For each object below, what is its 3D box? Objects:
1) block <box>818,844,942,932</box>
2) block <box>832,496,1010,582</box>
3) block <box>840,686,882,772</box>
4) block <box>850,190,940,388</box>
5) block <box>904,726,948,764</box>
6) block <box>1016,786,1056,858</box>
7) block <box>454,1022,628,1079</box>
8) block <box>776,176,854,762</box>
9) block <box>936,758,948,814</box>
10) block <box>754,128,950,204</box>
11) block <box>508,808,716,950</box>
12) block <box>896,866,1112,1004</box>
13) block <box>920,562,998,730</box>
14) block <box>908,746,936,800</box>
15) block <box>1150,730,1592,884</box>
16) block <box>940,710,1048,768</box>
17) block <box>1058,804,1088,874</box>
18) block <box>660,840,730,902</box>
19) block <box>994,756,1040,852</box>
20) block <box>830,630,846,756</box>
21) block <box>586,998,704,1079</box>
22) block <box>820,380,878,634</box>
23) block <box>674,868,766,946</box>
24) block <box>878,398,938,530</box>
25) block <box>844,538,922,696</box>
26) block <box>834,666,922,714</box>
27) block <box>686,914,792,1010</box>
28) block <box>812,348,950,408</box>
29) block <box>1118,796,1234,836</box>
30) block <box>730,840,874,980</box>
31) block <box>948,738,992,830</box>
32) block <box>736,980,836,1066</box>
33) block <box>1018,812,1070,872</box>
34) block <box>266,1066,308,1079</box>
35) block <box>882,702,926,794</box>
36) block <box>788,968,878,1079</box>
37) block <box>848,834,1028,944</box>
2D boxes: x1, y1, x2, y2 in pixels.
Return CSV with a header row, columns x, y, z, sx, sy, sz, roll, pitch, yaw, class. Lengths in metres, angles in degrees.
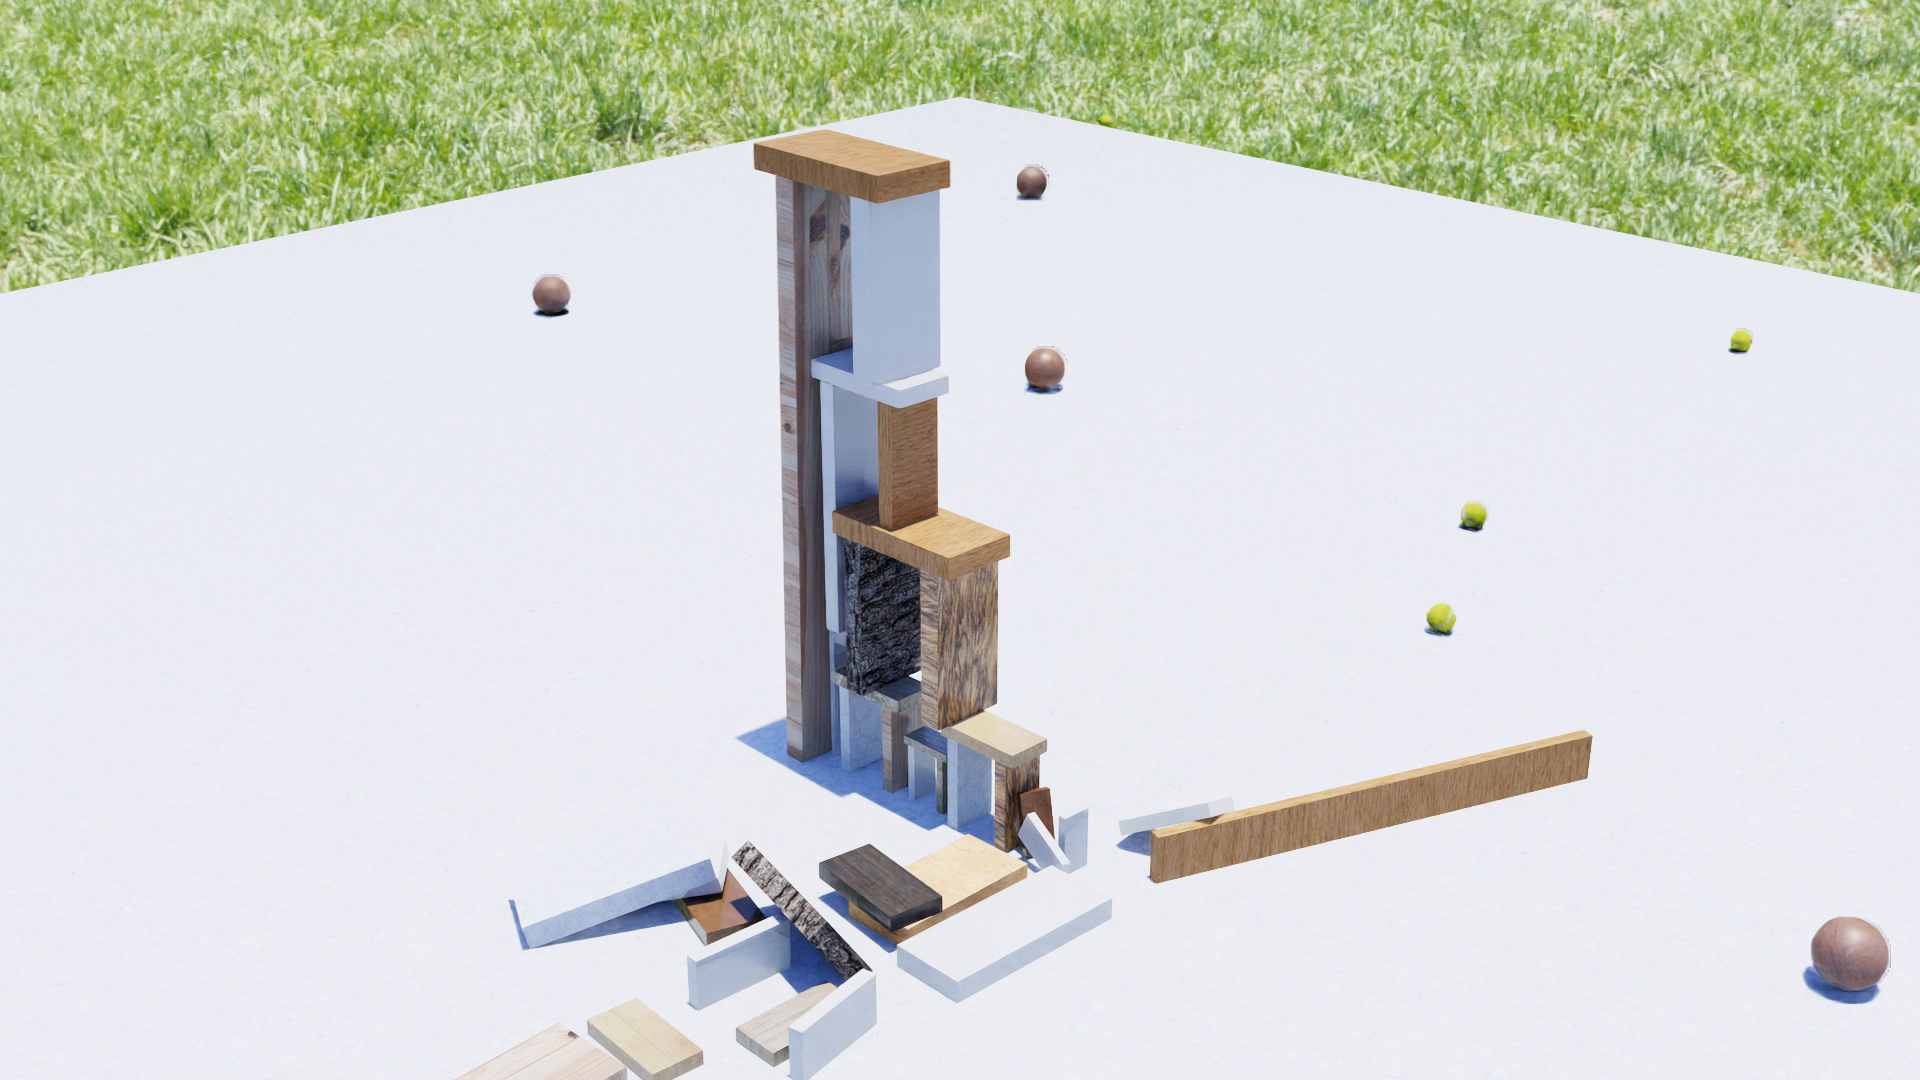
x,y,z,sx,sy,sz,roll,pitch,yaw,class
-0.149,0.644,4.085,0.117,0.033,0.234,-16,28,-34,block
-0.078,-0.013,4.309,0.166,0.047,0.331,-21,31,-40,block
-0.206,0.381,4.616,0.027,0.193,0.096,21,31,41,block
-0.120,-0.484,4.150,0.180,0.360,0.051,-21,31,-40,block
-0.049,0.413,4.452,0.122,0.017,0.061,21,31,41,block
0.150,0.551,4.297,0.064,0.128,0.018,-10,9,-21,block
-0.751,0.921,3.526,0.180,0.051,0.413,20,30,39,block
-0.277,-0.135,4.471,0.180,1.255,0.051,-21,32,-40,block
-0.020,0.489,4.452,0.017,0.122,0.061,21,31,41,block
-0.207,-0.708,4.150,0.180,0.051,0.360,-20,30,-39,block
-0.650,0.629,4.103,0.359,0.051,0.180,-19,29,-11,block
0.085,0.715,4.018,0.395,0.045,0.158,-20,30,-39,block
0.000,0.192,4.310,0.166,0.331,0.047,-21,31,-40,block
-0.078,0.466,4.505,0.017,0.122,0.061,21,31,41,block
0.837,0.526,4.391,1.019,0.102,0.029,-10,25,-22,block
0.066,0.386,4.313,0.098,0.028,0.196,-21,31,-41,block
0.218,0.578,4.234,0.064,0.128,0.018,-20,30,-39,block
-0.559,0.632,4.148,0.234,0.033,0.117,-10,29,7,block
0.112,0.507,4.314,0.098,0.196,0.028,-21,30,-40,block
-0.252,0.309,4.635,0.013,0.311,0.045,21,31,41,block
-0.534,0.850,3.722,0.101,0.029,0.202,-19,29,-37,block
-0.215,-0.078,4.431,0.036,0.535,0.128,21,31,40,block
-0.465,0.676,4.126,0.117,0.033,0.250,-11,25,-25,block
-0.100,-0.159,4.265,0.036,0.256,0.128,20,30,39,block
-0.155,0.133,4.456,0.047,0.335,0.166,21,31,40,block
-0.161,0.298,4.531,0.096,0.027,0.193,-21,31,-41,block
-0.388,0.743,3.880,0.202,0.101,0.029,-19,29,-37,block
-0.156,-0.318,4.265,0.128,0.036,0.257,-20,30,-39,block
0.424,0.540,4.303,0.203,0.029,0.102,-17,-8,32,block
-0.288,0.674,3.973,0.045,0.158,0.317,-43,36,-10,block
0.020,0.471,4.399,0.028,0.196,0.098,21,31,41,block
-0.274,0.828,3.772,0.202,0.029,0.101,-21,31,-40,block
0.160,0.592,4.221,0.018,0.064,0.128,-13,52,-33,block
-1.139,0.949,3.295,0.359,0.180,0.051,-20,30,-39,block
-0.115,0.417,4.532,0.096,0.193,0.027,-21,31,-41,block
-0.213,0.817,3.704,0.029,0.102,0.203,15,27,32,block
-0.039,0.660,4.147,0.158,0.045,0.317,21,31,40,block
